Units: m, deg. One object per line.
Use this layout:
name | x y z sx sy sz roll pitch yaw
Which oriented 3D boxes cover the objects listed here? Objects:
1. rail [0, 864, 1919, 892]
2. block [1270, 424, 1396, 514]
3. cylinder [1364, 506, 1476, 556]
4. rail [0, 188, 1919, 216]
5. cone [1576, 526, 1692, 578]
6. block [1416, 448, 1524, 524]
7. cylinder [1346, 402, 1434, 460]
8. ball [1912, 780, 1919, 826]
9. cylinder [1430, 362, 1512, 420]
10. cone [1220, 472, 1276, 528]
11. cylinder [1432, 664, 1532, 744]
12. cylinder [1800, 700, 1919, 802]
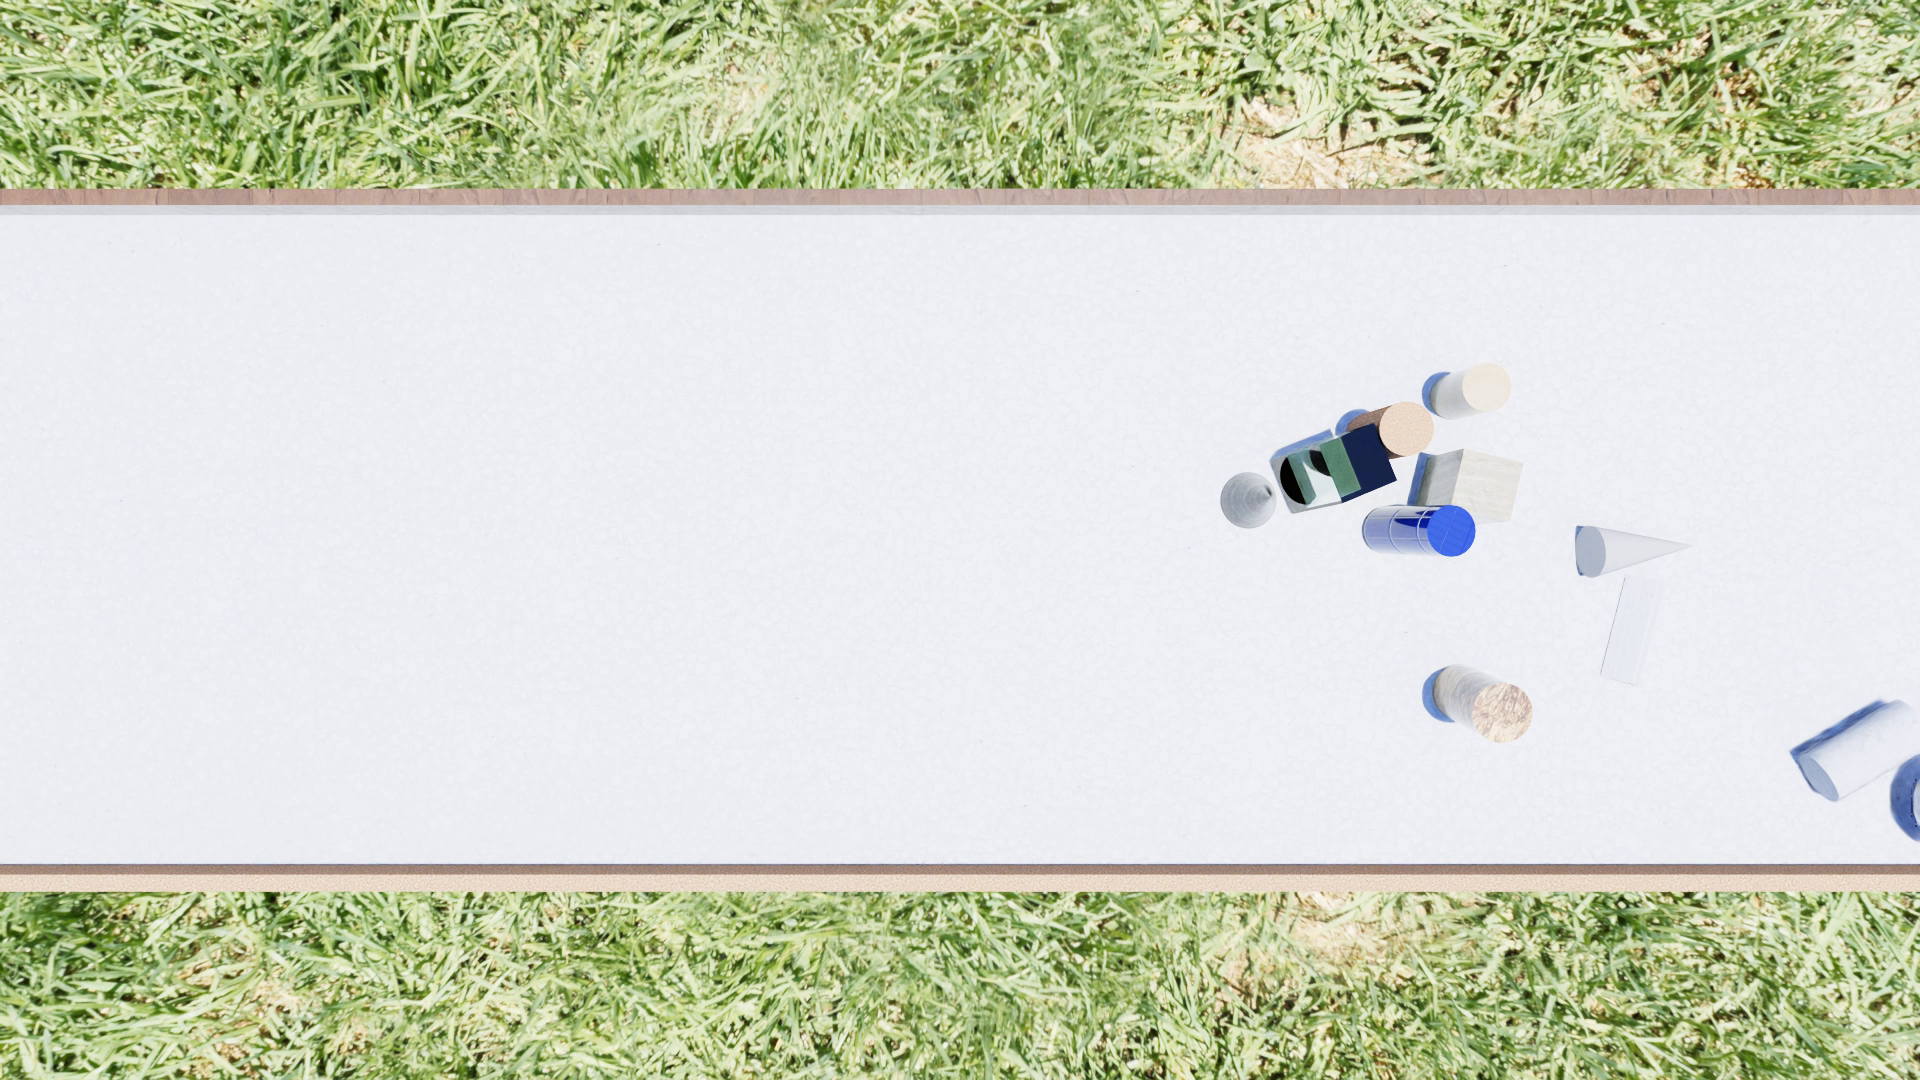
rail | -2.247 1.025 5.001 12.000 0.150 0.050 0 90 0
block | 1.094 -0.205 4.856 0.177 0.419 0.177 -22 90 -8
cylinder | 1.346 -0.027 4.851 0.147 0.432 0.147 0 91 -10
rail | -2.247 -1.025 5.002 12.000 0.150 0.050 0 90 0
cone | 2.087 0.026 5.037 0.363 0.160 0.160 -3 90 -12
block | 1.503 -0.153 4.890 0.174 0.368 0.174 14 89 0
cylinder | 1.261 -0.314 4.864 0.154 0.424 0.154 0 90 0
ball | 3.020 0.797 4.925 0.304 0.304 0.304 0 90 0
cylinder | 1.515 -0.439 4.908 0.141 0.336 0.141 0 90 0
cone | 0.888 -0.122 4.891 0.174 0.370 0.174 0 90 0
cylinder | 1.536 0.478 4.870 0.171 0.404 0.171 0 93 0
cylinder | 2.742 0.637 4.993 0.330 0.167 0.167 -31 90 0
